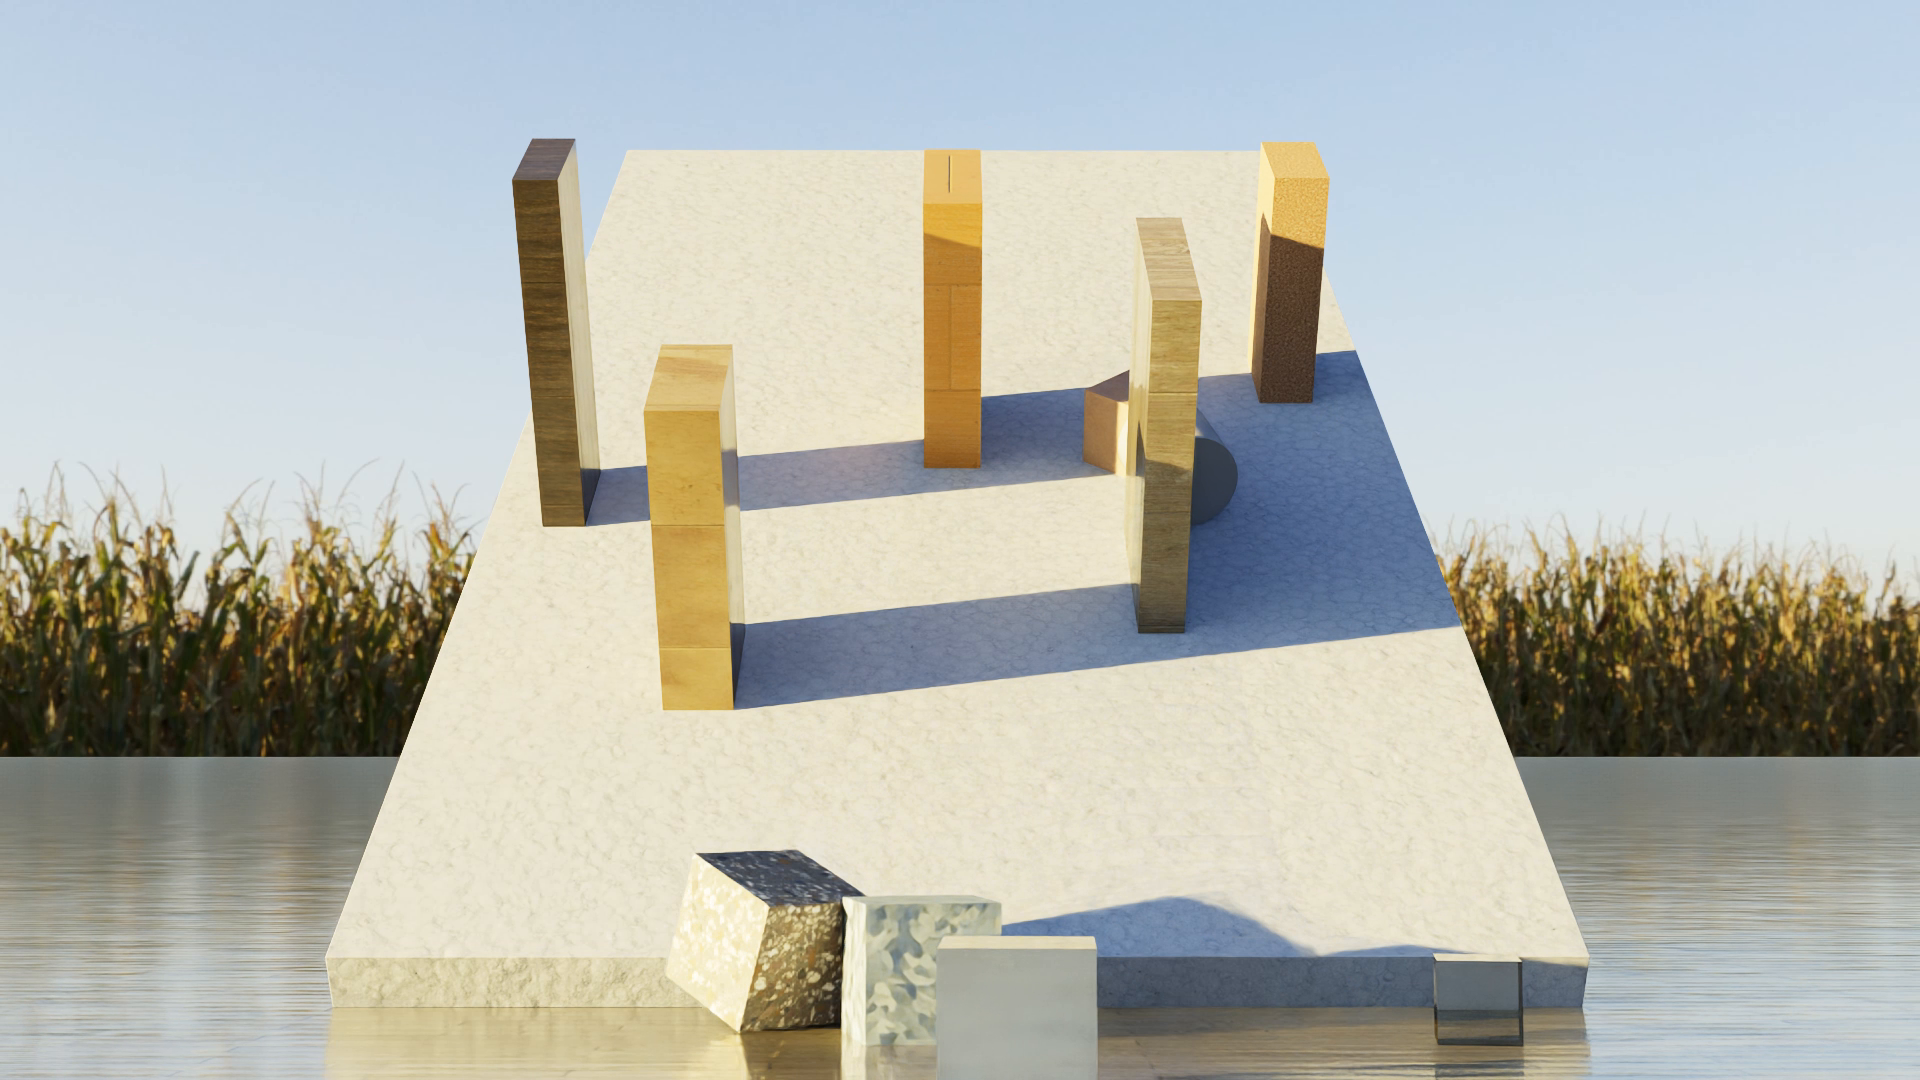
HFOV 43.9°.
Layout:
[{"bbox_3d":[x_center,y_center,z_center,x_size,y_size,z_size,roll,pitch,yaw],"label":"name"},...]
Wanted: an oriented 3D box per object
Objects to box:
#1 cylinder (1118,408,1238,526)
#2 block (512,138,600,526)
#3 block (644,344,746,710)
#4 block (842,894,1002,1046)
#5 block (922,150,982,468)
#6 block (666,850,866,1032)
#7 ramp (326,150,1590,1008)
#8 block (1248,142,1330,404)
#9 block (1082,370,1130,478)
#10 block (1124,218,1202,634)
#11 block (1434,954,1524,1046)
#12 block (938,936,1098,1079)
[{"bbox_3d":[0.468,-0.169,5.128,0.207,0.207,0.207,1,27,-14],"label":"cylinder"},{"bbox_3d":[-0.844,-0.431,5.009,0.091,0.774,0.261,0,28,0],"label":"block"},{"bbox_3d":[-0.486,-0.022,4.406,0.131,0.610,0.295,0,28,0],"label":"block"},{"bbox_3d":[-0.058,0.617,3.433,0.195,0.195,0.195,1,-5,-13],"label":"block"},{"bbox_3d":[-0.017,-0.520,5.346,0.126,0.623,0.361,0,28,0],"label":"block"},{"bbox_3d":[-0.288,0.600,3.586,0.198,0.198,0.198,5,14,-42],"label":"block"},{"bbox_3d":[-0.011,-0.224,5.560,2.000,0.100,4.000,0,28,0],"label":"ramp"},{"bbox_3d":[0.774,-0.633,5.635,0.125,0.559,0.260,0,28,0],"label":"block"},{"bbox_3d":[0.402,-0.257,5.328,0.176,0.176,0.176,24,36,37],"label":"block"},{"bbox_3d":[0.395,-0.230,4.709,0.091,0.701,0.441,0,28,0],"label":"block"},{"bbox_3d":[0.733,0.651,3.375,0.117,0.117,0.117,-1,-5,9],"label":"block"},{"bbox_3d":[0.069,0.568,2.813,0.183,0.183,0.183,0,-5,2],"label":"block"}]
